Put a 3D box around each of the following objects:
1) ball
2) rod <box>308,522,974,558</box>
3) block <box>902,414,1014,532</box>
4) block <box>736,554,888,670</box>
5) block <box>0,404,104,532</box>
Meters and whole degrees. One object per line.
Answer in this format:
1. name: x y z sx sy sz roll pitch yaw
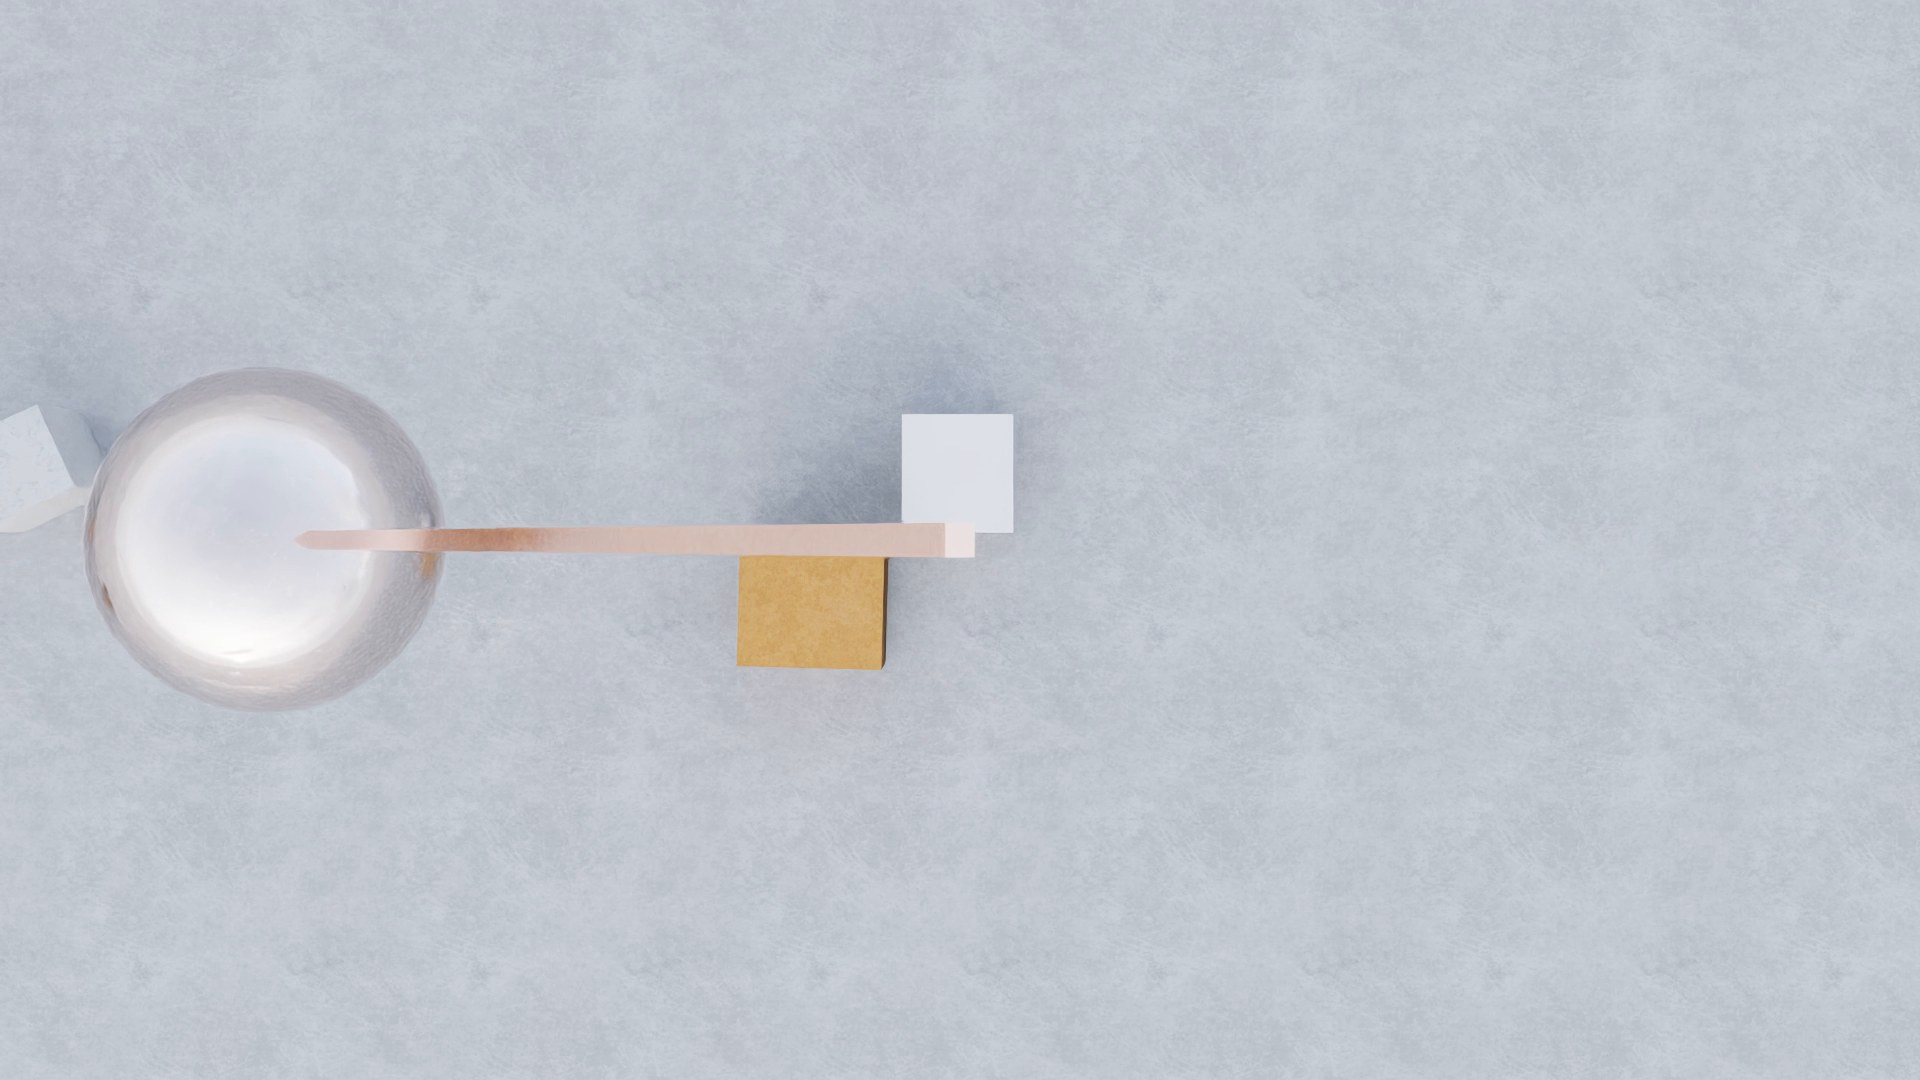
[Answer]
1. ball: -3.188 0.000 10.143 1.600 1.600 1.600 0 90 0
2. rod: -1.381 0.000 7.263 0.080 5.200 0.080 0 90 -32
3. block: -0.014 -0.377 12.729 0.631 0.543 0.670 0 90 0
4. block: -0.833 0.343 12.634 0.807 0.732 0.744 2 90 0
5. block: -5.362 -0.403 12.678 0.618 0.644 0.506 -25 90 0
